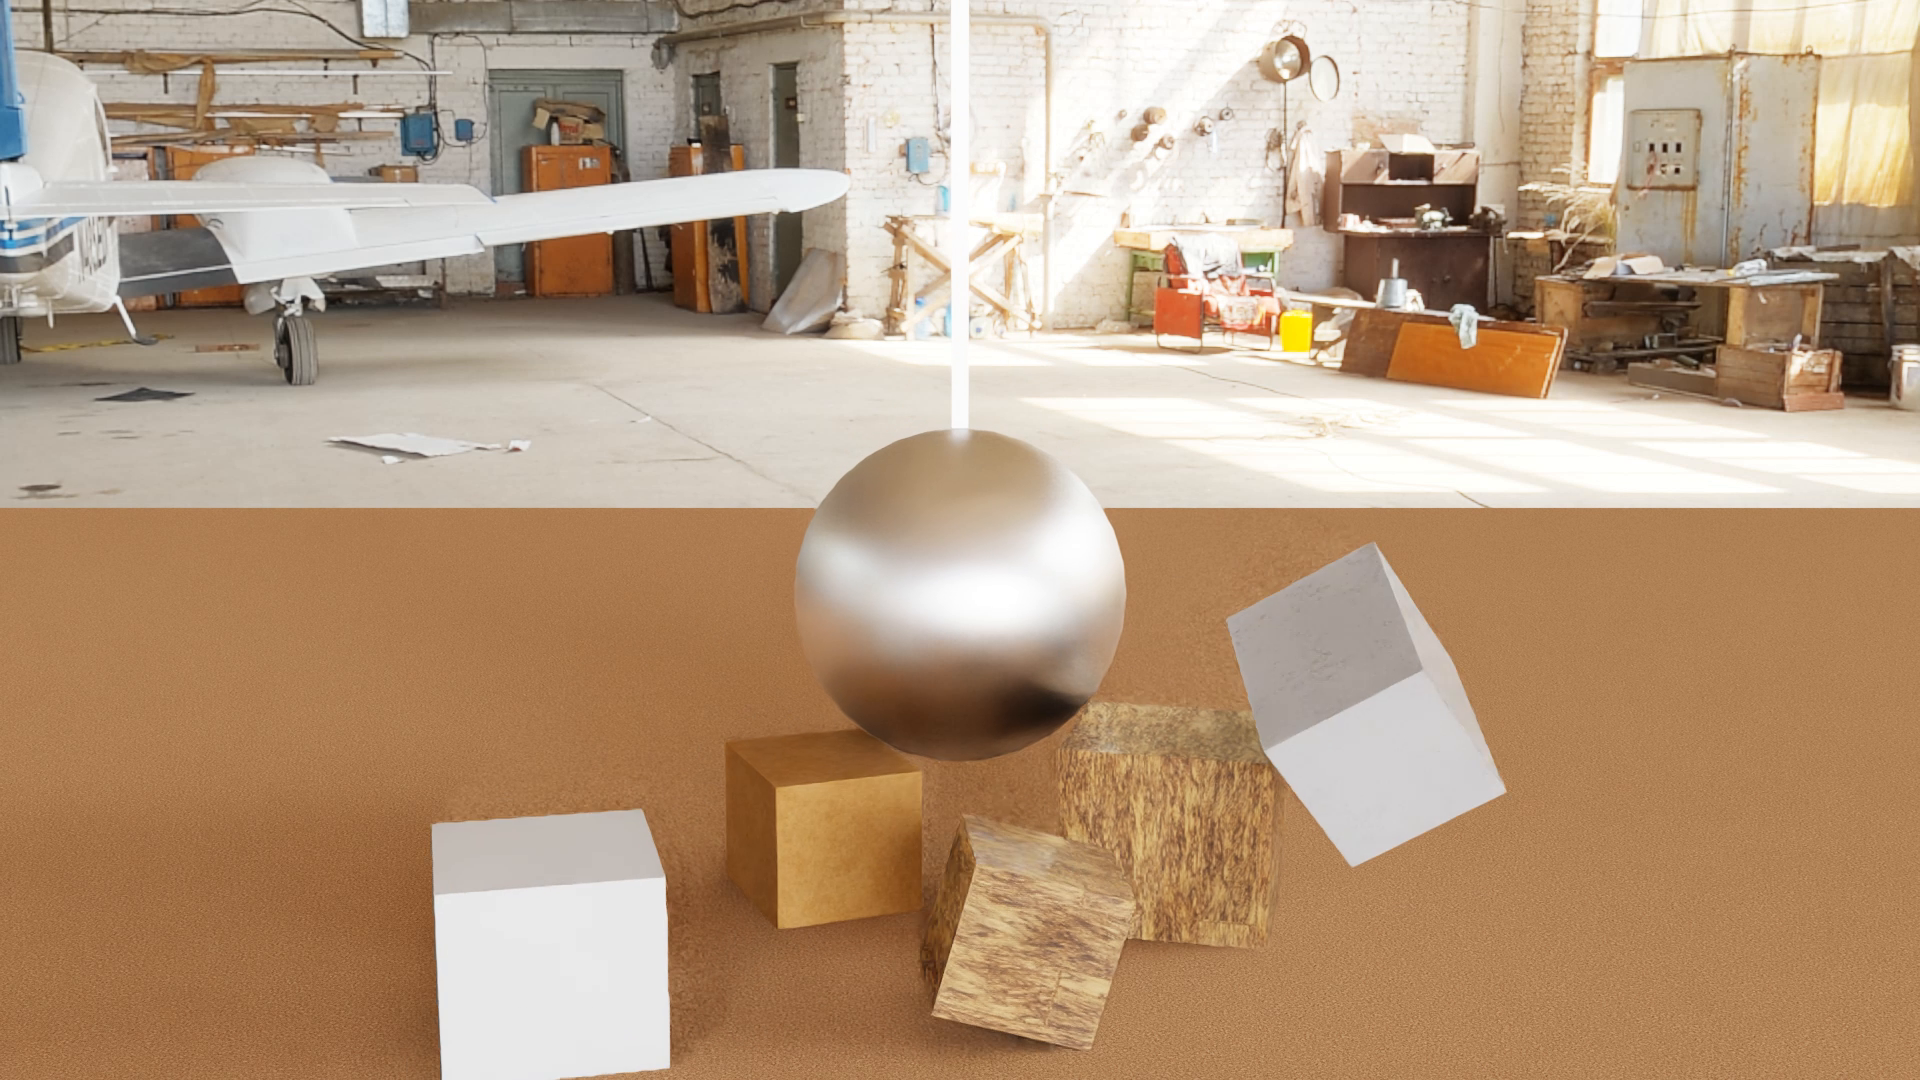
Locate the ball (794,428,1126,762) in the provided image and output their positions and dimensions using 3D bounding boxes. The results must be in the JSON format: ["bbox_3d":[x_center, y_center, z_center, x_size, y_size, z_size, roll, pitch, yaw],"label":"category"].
[{"bbox_3d":[0.000,0.263,10.580,1.600,1.600,1.600,0,10,0],"label":"ball"}]

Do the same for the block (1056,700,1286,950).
[{"bbox_3d":[0.983,1.286,10.090,0.947,0.846,0.872,3,11,12],"label":"block"}]

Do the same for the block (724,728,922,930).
[{"bbox_3d":[-0.651,1.338,10.345,0.692,0.665,0.820,-4,11,-22],"label":"block"}]

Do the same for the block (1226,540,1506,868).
[{"bbox_3d":[1.774,0.720,9.688,0.748,0.836,0.906,-29,33,15],"label":"block"}]

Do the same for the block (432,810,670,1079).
[{"bbox_3d":[-1.627,1.589,8.683,0.851,0.766,0.885,-3,11,-14],"label":"block"}]

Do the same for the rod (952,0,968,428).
[{"bbox_3d":[0.000,-3.128,10.331,0.080,5.200,0.080,0,4,0],"label":"rod"}]

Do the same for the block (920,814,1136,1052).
[{"bbox_3d":[0.257,1.554,8.769,0.645,0.634,0.597,15,10,-8],"label":"block"}]
